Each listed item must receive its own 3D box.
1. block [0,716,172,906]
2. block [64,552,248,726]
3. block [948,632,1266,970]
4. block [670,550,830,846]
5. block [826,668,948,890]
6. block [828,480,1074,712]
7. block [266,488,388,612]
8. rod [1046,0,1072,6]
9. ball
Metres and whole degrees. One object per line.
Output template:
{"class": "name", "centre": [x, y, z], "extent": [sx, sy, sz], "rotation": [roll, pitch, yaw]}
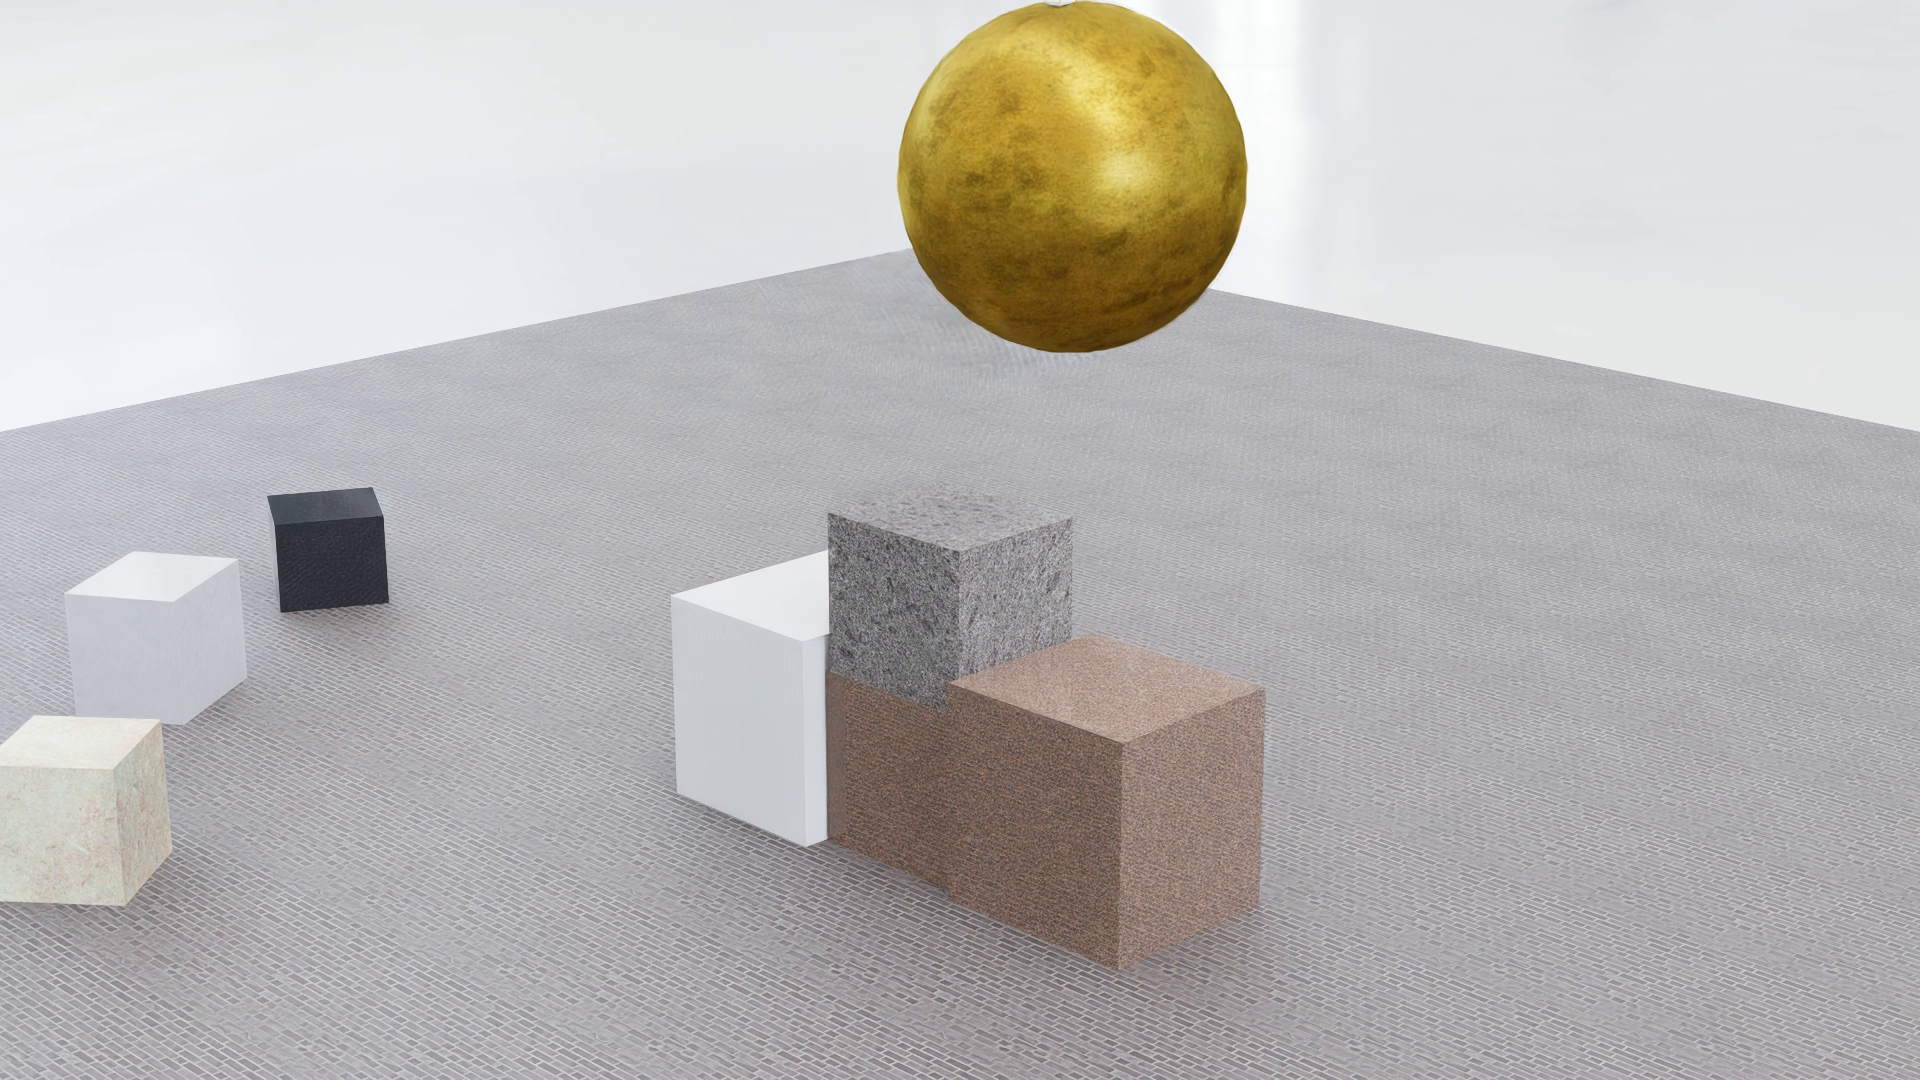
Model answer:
{"class": "block", "centre": [-4.012, 1.225, 13.350], "extent": [0.604, 0.657, 0.616], "rotation": [2, 18, 5]}
{"class": "block", "centre": [-4.262, 0.513, 15.582], "extent": [0.616, 0.678, 0.740], "rotation": [4, 18, 12]}
{"class": "block", "centre": [0.643, 1.132, 13.009], "extent": [1.030, 1.040, 0.940], "rotation": [17, 24, 42]}
{"class": "block", "centre": [-0.679, 0.741, 14.285], "extent": [1.067, 1.022, 0.944], "rotation": [-17, 24, -42]}
{"class": "block", "centre": [-0.022, 1.012, 13.693], "extent": [0.829, 0.858, 0.867], "rotation": [-17, 24, -42]}
{"class": "block", "centre": [-0.046, 0.252, 13.402], "extent": [0.840, 0.768, 0.733], "rotation": [16, 24, 42]}
{"class": "block", "centre": [-3.730, 0.053, 17.288], "extent": [0.620, 0.533, 0.616], "rotation": [-5, 18, -16]}
{"class": "rod", "centre": [0.222, -4.785, 12.070], "extent": [0.080, 5.200, 0.080], "rotation": [17, 31, 42]}
{"class": "ball", "centre": [0.512, -1.652, 13.359], "extent": [1.600, 1.600, 1.600], "rotation": [0, 17, 0]}
